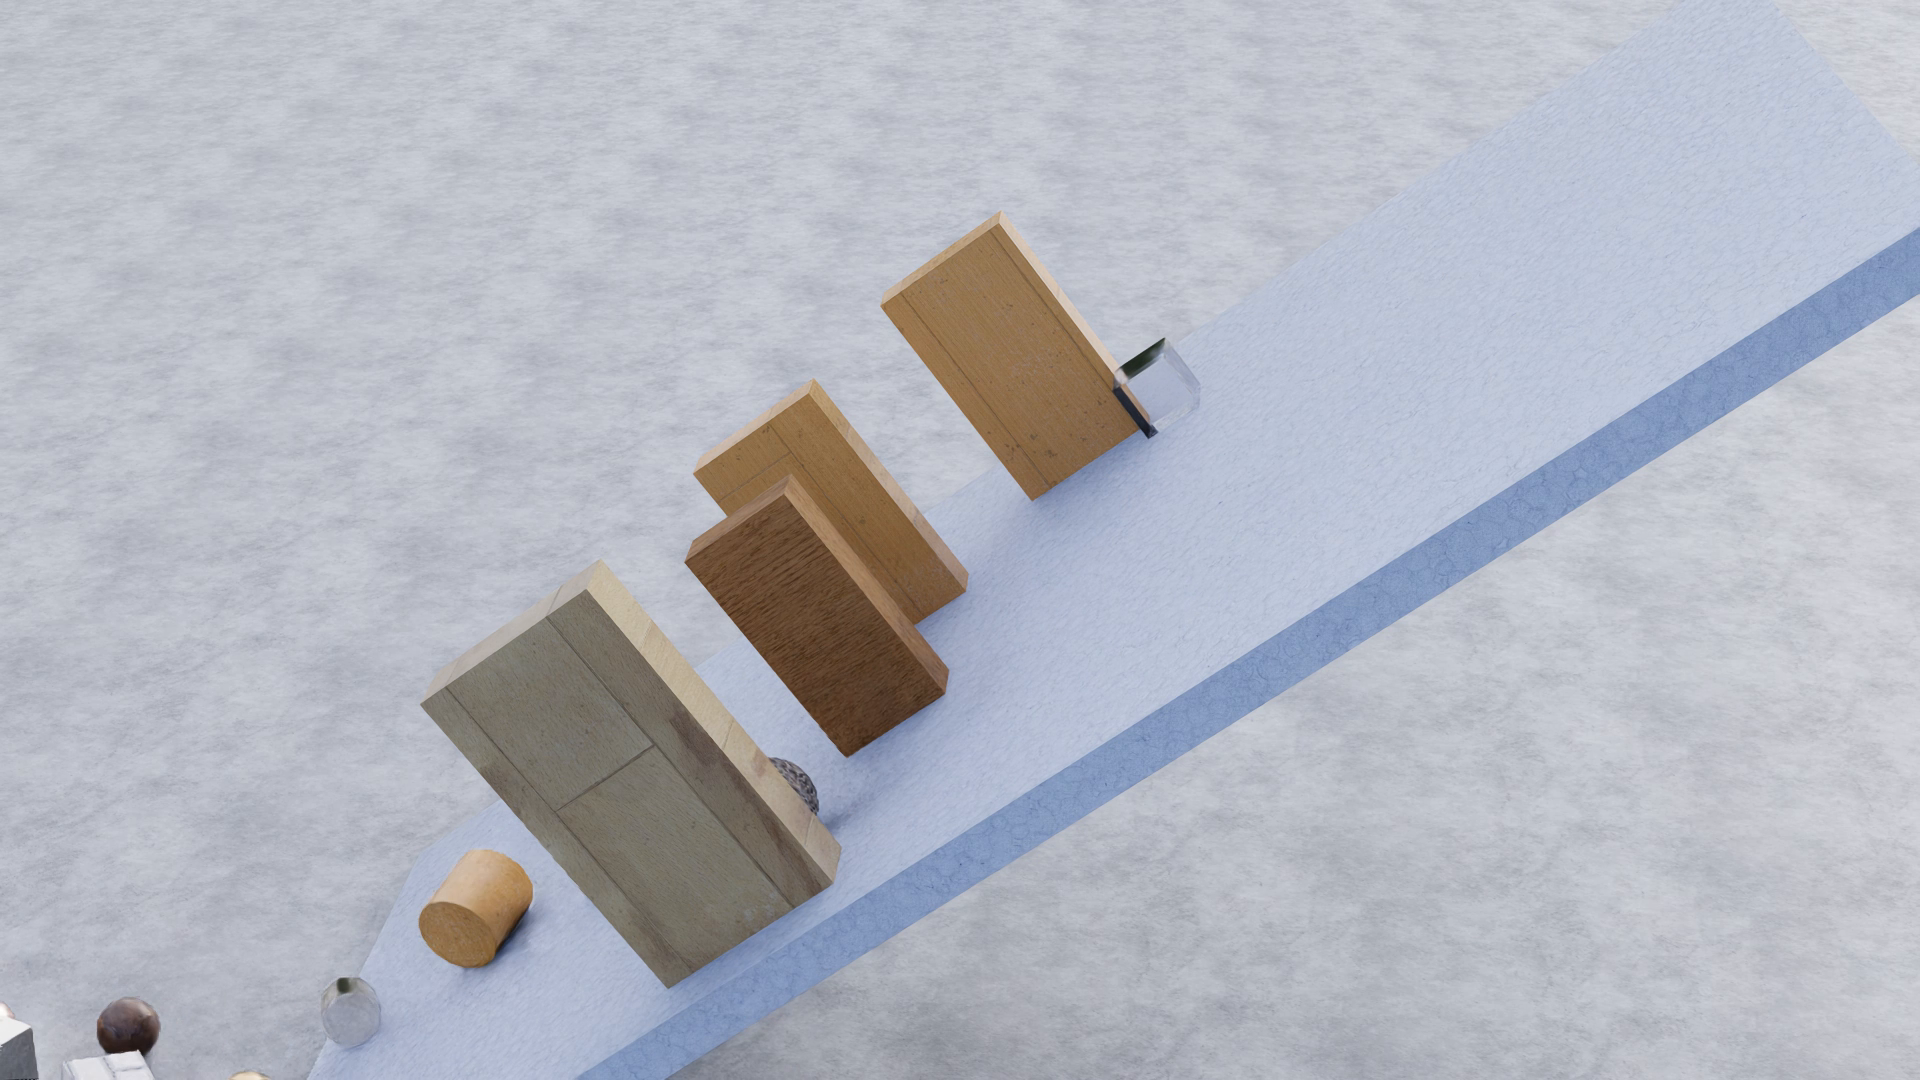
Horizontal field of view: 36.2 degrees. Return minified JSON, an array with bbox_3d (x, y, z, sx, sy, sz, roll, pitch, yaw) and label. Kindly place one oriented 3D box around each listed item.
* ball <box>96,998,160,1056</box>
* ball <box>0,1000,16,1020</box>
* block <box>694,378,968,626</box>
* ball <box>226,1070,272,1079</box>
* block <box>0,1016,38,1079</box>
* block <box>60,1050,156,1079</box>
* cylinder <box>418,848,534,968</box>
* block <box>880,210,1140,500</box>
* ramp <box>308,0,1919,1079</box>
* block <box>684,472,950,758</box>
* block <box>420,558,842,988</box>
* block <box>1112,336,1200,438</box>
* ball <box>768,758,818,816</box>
[{"bbox_3d":[-1.976,1.161,6.989,0.147,0.147,0.147,0,22,0],"label":"ball"},{"bbox_3d":[-2.312,1.157,6.975,0.144,0.144,0.144,0,22,0],"label":"ball"},{"bbox_3d":[-0.286,-0.035,6.589,0.327,0.575,0.103,-34,16,16],"label":"block"},{"bbox_3d":[-1.609,1.273,6.643,0.150,0.150,0.150,0,22,0],"label":"ball"},{"bbox_3d":[-2.271,1.224,6.765,0.200,0.200,0.200,12,25,27],"label":"block"},{"bbox_3d":[-1.884,1.264,6.514,0.172,0.172,0.172,-4,29,-35],"label":"block"},{"bbox_3d":[-1.094,0.833,6.656,0.191,0.191,0.191,8,35,18],"label":"cylinder"},{"bbox_3d":[0.130,-0.418,6.733,0.335,0.581,0.105,-34,16,16],"label":"block"},{"bbox_3d":[0.131,0.178,6.318,4.000,0.100,2.000,-34,16,16],"label":"ramp"},{"bbox_3d":[-0.293,0.160,6.108,0.261,0.545,0.118,-34,16,16],"label":"block"},{"bbox_3d":[-0.622,0.454,5.630,0.410,0.747,0.147,-34,16,16],"label":"block"},{"bbox_3d":[0.445,-0.344,6.644,0.140,0.140,0.140,-33,16,18],"label":"block"},{"bbox_3d":[-0.380,0.533,5.908,0.190,0.190,0.190,0,22,0],"label":"ball"}]
